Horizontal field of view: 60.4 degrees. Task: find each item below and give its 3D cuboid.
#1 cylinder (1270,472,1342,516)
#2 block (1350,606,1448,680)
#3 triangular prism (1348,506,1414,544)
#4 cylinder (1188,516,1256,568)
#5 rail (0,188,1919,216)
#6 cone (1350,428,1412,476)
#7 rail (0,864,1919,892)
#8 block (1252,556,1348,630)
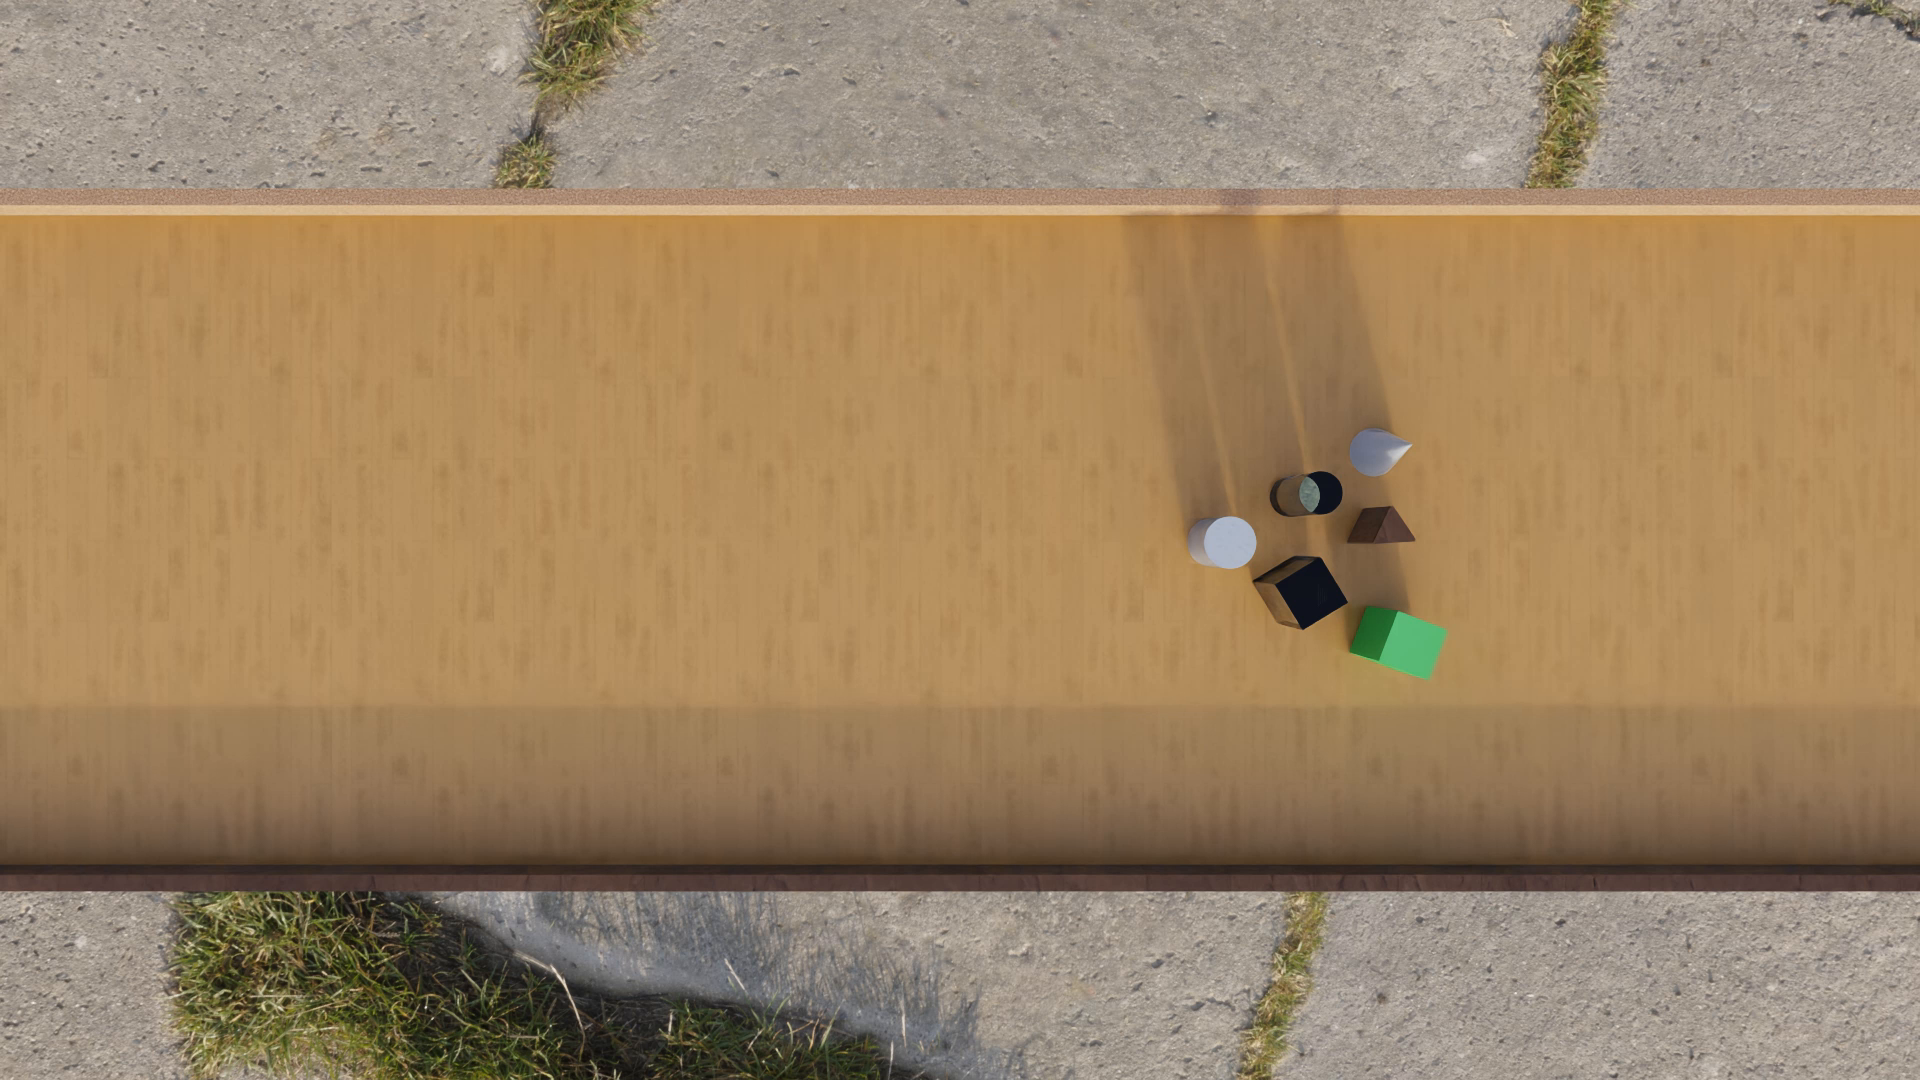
[{"bbox_3d":[1.015,-0.132,4.856,0.123,0.440,0.123,0,90,0],"label":"cylinder"},{"bbox_3d":[1.297,0.302,4.896,0.153,0.361,0.153,21,90,0],"label":"block"},{"bbox_3d":[1.248,-0.047,4.914,0.120,0.324,0.104,-4,90,0],"label":"triangular prism"},{"bbox_3d":[0.774,0.007,4.899,0.150,0.355,0.150,0,90,0],"label":"cylinder"},{"bbox_3d":[-2.247,-1.025,5.002,12.000,0.150,0.050,0,90,0],"label":"rail"},{"bbox_3d":[1.274,-0.270,4.857,0.150,0.440,0.150,0,90,0],"label":"cone"},{"bbox_3d":[-2.247,1.025,5.001,12.000,0.150,0.050,0,90,0],"label":"rail"},{"bbox_3d":[1.002,0.152,4.889,0.152,0.375,0.152,-31,90,0],"label":"block"}]
